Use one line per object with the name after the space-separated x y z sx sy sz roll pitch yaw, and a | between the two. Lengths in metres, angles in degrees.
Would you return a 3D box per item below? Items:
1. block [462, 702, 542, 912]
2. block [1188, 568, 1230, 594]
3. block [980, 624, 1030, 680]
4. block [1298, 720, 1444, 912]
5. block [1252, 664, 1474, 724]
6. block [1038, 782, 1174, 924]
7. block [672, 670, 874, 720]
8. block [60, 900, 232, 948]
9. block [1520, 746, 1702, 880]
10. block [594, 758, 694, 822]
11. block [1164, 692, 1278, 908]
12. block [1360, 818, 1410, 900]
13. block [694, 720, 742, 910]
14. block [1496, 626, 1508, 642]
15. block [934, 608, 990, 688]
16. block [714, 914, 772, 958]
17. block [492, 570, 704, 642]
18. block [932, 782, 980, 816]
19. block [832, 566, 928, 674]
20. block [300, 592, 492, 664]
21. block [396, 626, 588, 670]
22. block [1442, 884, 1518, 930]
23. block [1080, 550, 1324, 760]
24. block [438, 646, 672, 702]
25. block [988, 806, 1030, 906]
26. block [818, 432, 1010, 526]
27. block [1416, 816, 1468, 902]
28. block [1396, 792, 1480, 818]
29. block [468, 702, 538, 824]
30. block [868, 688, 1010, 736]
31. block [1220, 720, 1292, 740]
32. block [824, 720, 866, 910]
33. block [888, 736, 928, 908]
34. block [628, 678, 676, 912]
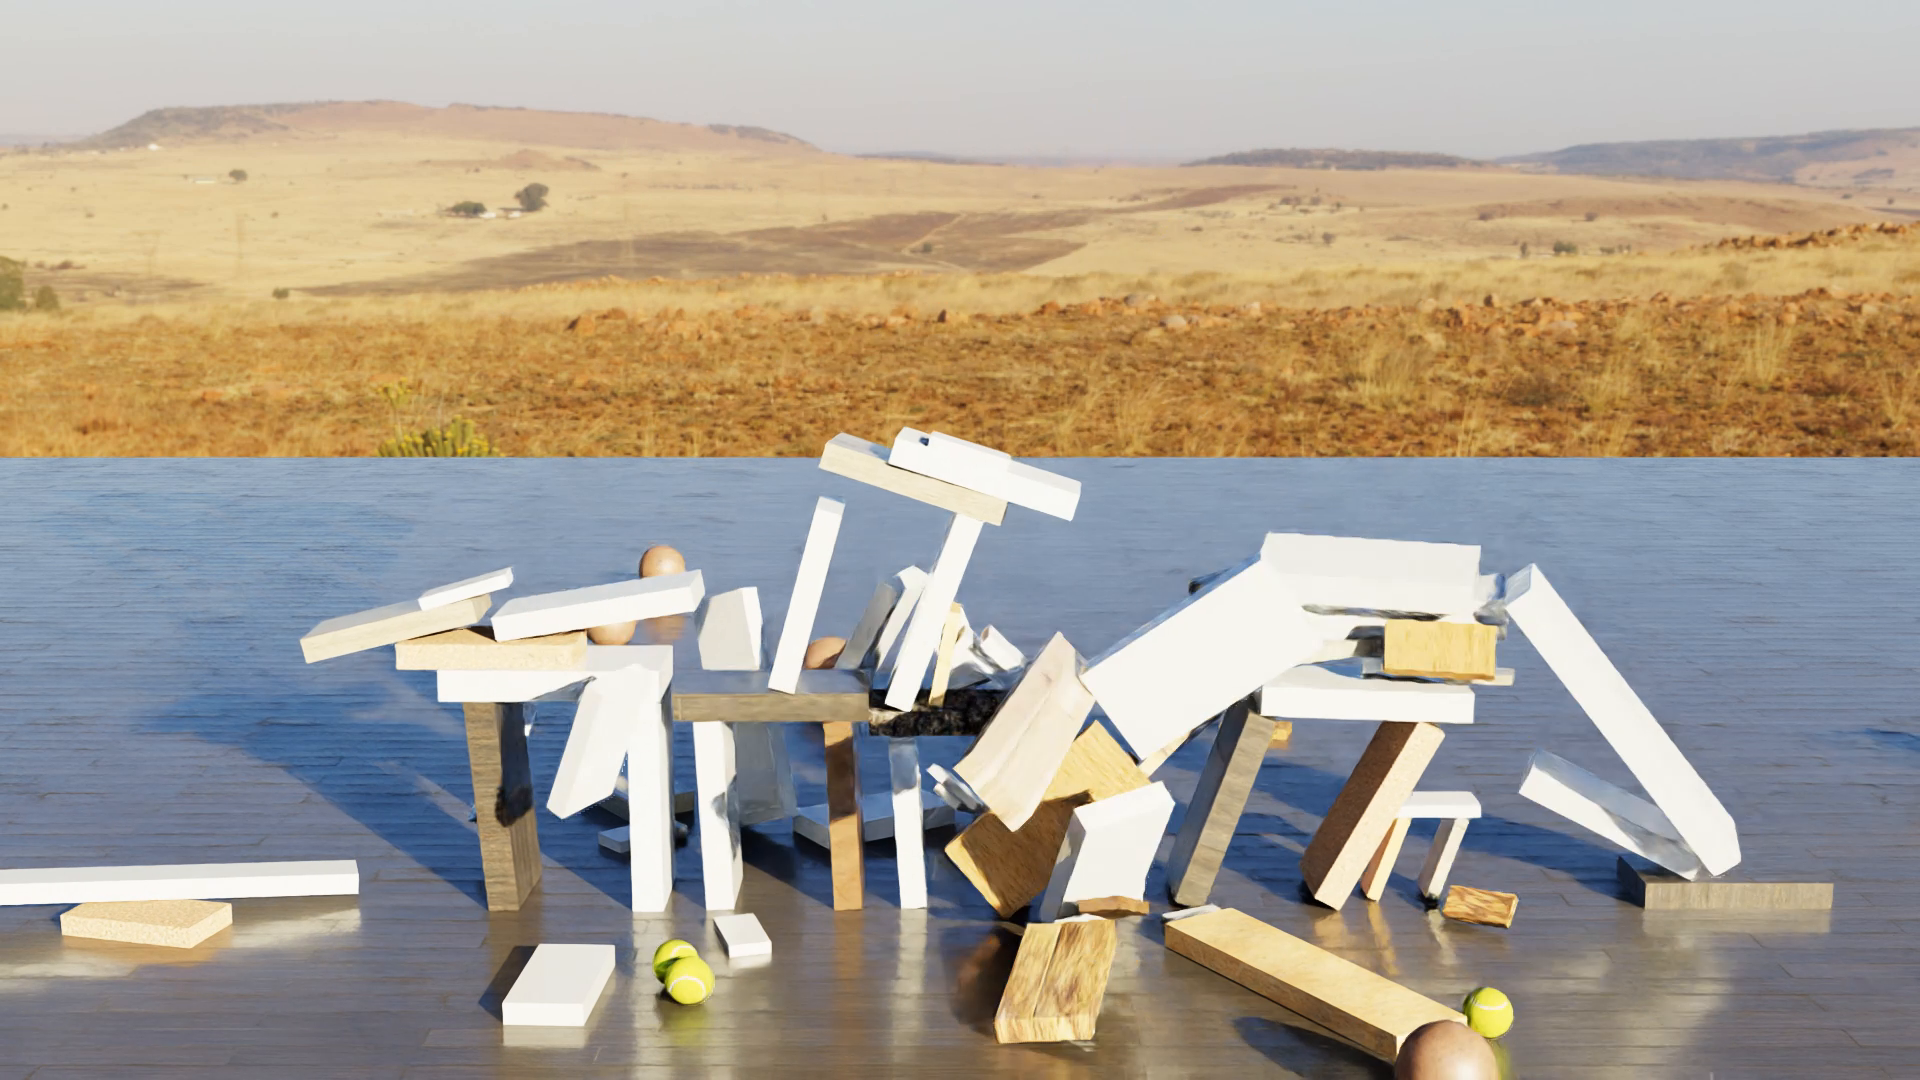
-0.755 0.414 3.640 0.050 0.353 0.176 -4 10 2 | block
0.473 0.084 3.728 0.087 0.025 0.174 -15 15 -25 | block
0.097 0.207 3.561 0.157 0.022 0.079 44 10 -7 | block
0.677 0.433 3.641 0.048 0.338 0.169 28 9 -5 | block
0.656 0.250 3.609 0.338 0.048 0.169 2 11 1 | block
0.223 0.496 3.398 0.151 0.302 0.043 -14 54 -22 | block
-0.304 0.255 3.611 0.316 0.045 0.158 0 11 0 | block
-1.295 0.604 3.504 0.230 0.033 0.115 3 11 14 | block
1.096 0.457 3.694 0.306 0.043 0.153 27 18 12 | block
-0.631 0.475 4.187 0.134 0.038 0.267 -7 13 -36 | block
0.429 0.426 3.638 0.048 0.338 0.169 20 10 -4 | block
0.706 0.519 3.656 0.021 0.146 0.073 19 10 -4 | block
-0.399 0.434 3.640 0.045 0.316 0.158 -3 11 0 | block
0.800 0.157 3.619 0.182 0.026 0.091 -7 7 5 | block
-0.005 0.194 3.842 0.070 0.140 0.020 -20 -23 -1 | block
-0.343 0.620 3.455 0.065 0.018 0.131 -3 11 -17 | block
-0.587 0.106 3.586 0.324 0.040 0.141 -9 10 2 | block
-0.003 0.477 4.046 0.059 0.017 0.118 39 4 24 | block
-0.153 0.174 3.856 0.037 0.264 0.132 35 22 13 | block
-0.918 0.134 3.594 0.282 0.040 0.141 -14 10 0 | block
-0.759 0.174 3.578 0.282 0.040 0.141 0 11 0 | block
0.834 0.588 3.525 0.108 0.054 0.015 4 -34 37 | block
0.389 0.188 3.560 0.354 0.177 0.050 -34 11 15 | block
-0.657 0.217 3.593 0.353 0.050 0.176 0 11 -1 | block
0.071 0.446 3.641 0.041 0.290 0.145 -8 11 -2 | block
-0.066 -0.100 3.545 0.302 0.043 0.151 18 10 3 | block
0.802 0.519 3.656 0.021 0.146 0.073 18 10 -3 | block
0.780 0.438 3.641 0.146 0.021 0.073 0 11 0 | block
-0.803 0.383 3.875 0.033 0.235 0.117 22 -19 -18 | block
-0.001 0.283 3.609 0.290 0.041 0.145 0 11 0 | block
0.625 0.398 4.650 0.142 0.020 0.071 3 11 17 | block
-0.189 0.434 3.640 0.045 0.316 0.158 -3 10 1 | block
-0.085 0.446 3.643 0.041 0.290 0.145 -4 11 1 | block
-0.509 0.416 3.639 0.050 0.353 0.176 0 11 0 | block
